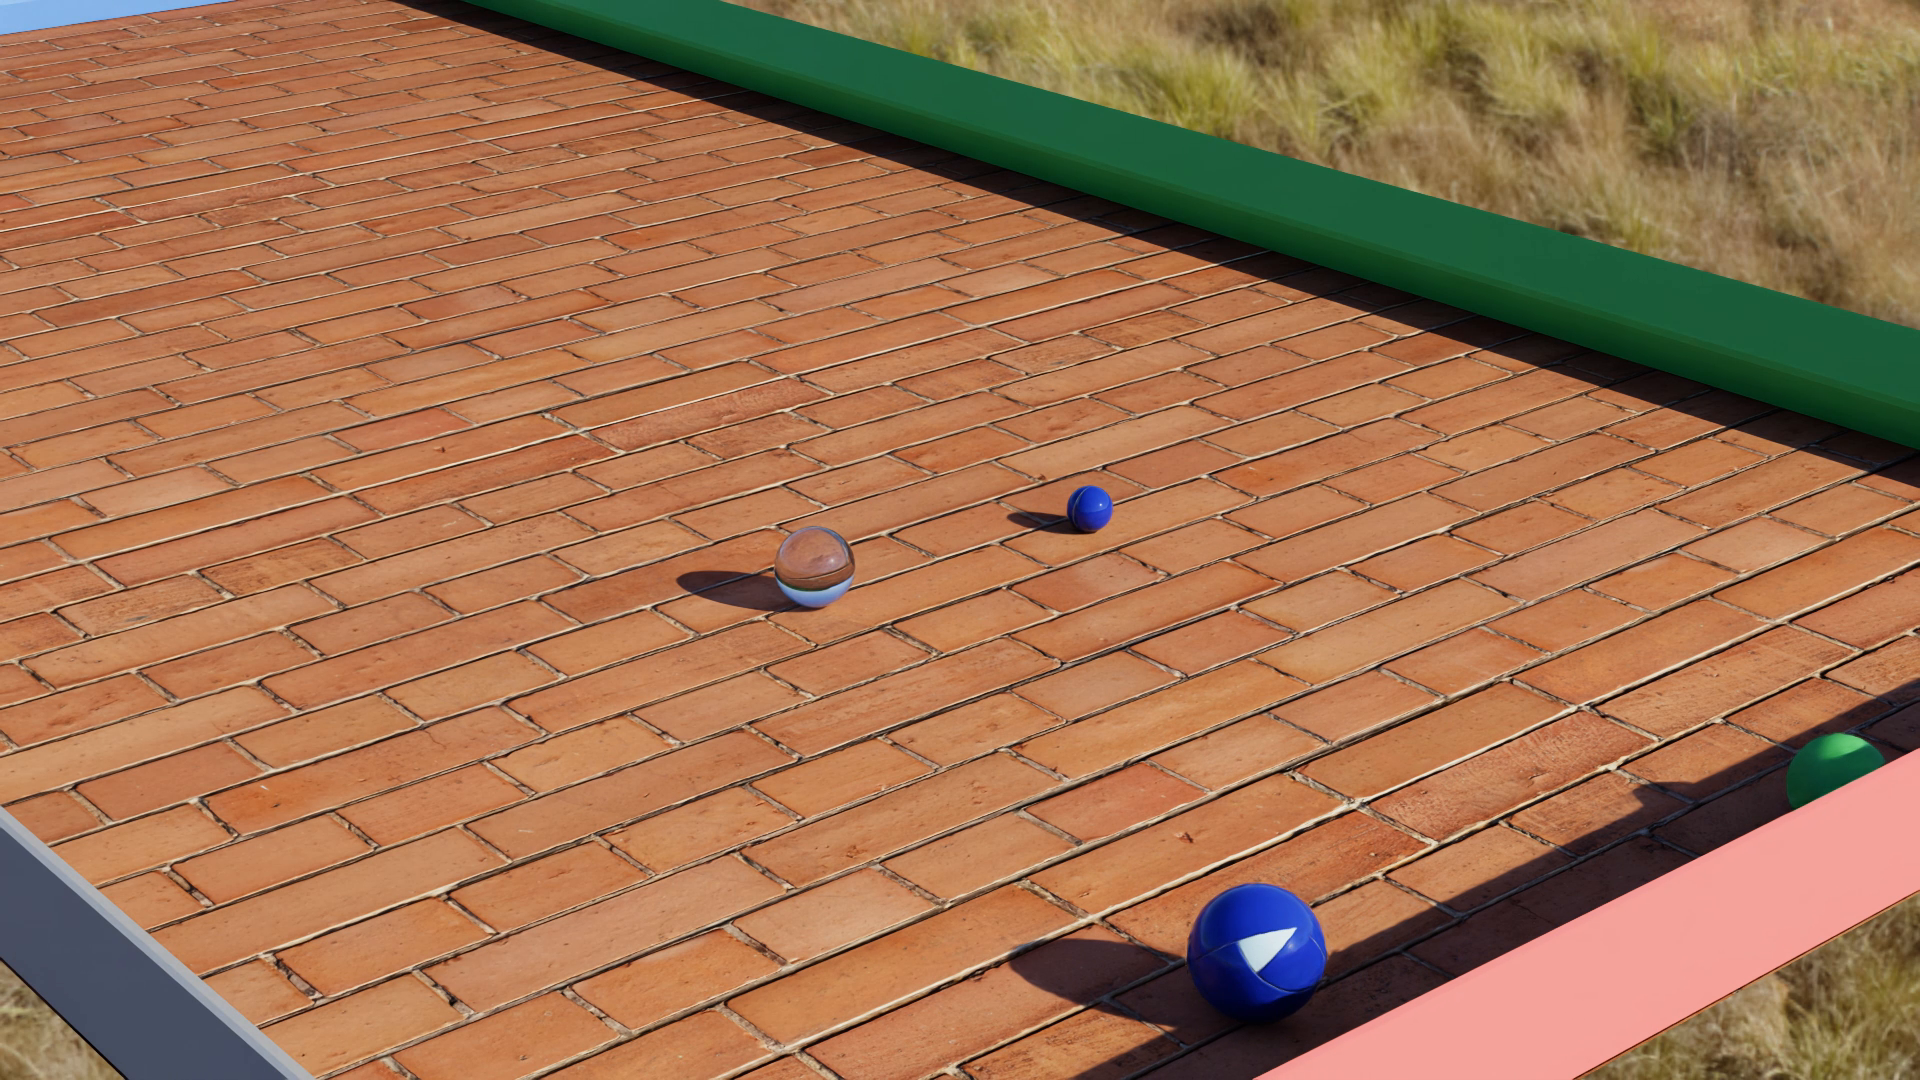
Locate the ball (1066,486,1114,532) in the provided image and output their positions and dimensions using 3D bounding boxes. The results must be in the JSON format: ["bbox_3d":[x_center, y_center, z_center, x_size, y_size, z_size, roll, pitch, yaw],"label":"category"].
[{"bbox_3d":[0.113,-0.027,2.554,0.041,0.041,0.041,0,22,0],"label":"ball"}]

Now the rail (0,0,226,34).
[{"bbox_3d":[-1.586,-0.743,4.207,1.760,0.111,0.045,-18,28,-36],"label":"rail"}]

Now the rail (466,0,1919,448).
[{"bbox_3d":[0.123,-0.474,3.550,0.045,0.111,3.328,-18,28,-36],"label":"rail"}]

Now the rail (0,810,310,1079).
[{"bbox_3d":[-1.190,-0.058,2.534,0.045,0.111,3.328,-18,28,-36],"label":"rail"}]

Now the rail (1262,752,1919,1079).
[{"bbox_3d":[0.518,0.211,1.878,1.760,0.111,0.045,-18,28,-36],"label":"rail"}]

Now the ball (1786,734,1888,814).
[{"bbox_3d":[0.608,0.170,2.032,0.072,0.072,0.072,0,22,0],"label":"ball"}]

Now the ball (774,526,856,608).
[{"bbox_3d":[-0.118,0.022,2.400,0.067,0.067,0.067,0,22,0],"label":"ball"}]

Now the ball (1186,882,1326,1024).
[{"bbox_3d":[0.182,0.254,1.809,0.086,0.086,0.086,0,22,0],"label":"ball"}]
